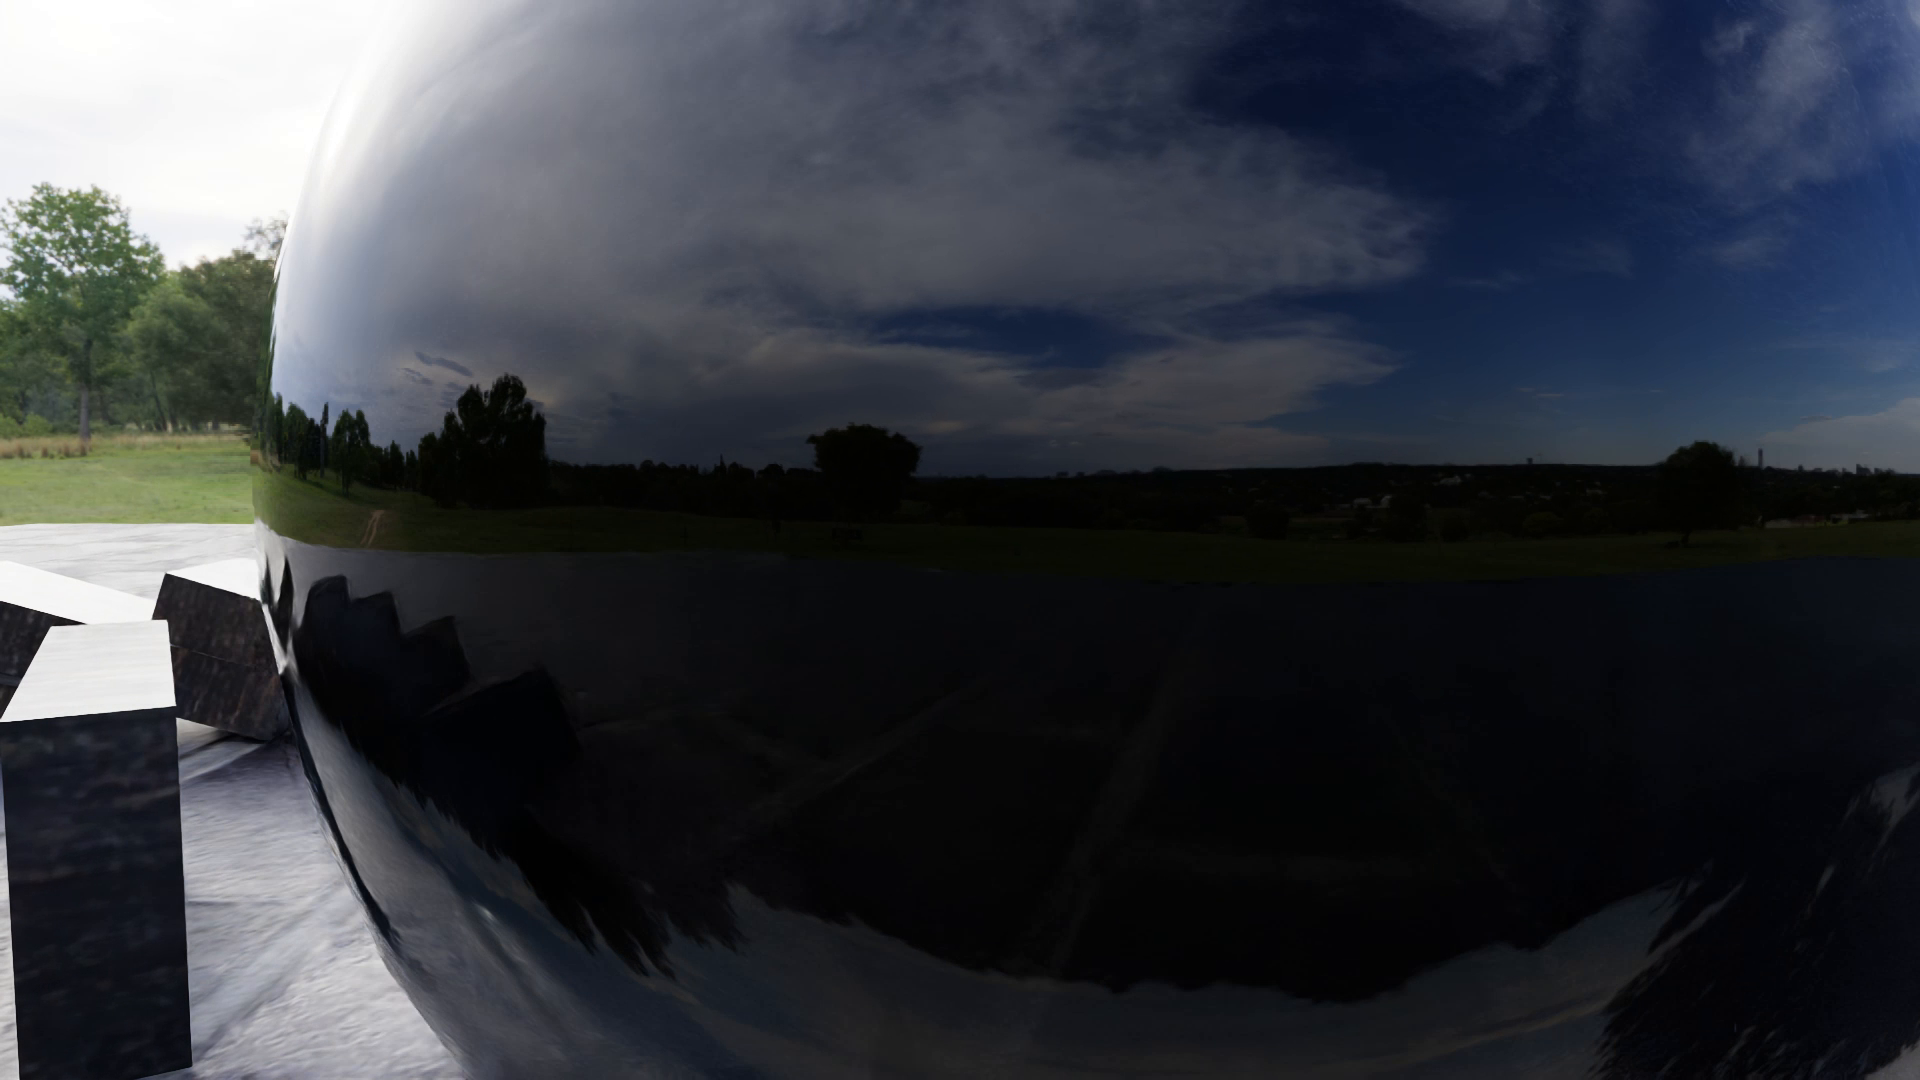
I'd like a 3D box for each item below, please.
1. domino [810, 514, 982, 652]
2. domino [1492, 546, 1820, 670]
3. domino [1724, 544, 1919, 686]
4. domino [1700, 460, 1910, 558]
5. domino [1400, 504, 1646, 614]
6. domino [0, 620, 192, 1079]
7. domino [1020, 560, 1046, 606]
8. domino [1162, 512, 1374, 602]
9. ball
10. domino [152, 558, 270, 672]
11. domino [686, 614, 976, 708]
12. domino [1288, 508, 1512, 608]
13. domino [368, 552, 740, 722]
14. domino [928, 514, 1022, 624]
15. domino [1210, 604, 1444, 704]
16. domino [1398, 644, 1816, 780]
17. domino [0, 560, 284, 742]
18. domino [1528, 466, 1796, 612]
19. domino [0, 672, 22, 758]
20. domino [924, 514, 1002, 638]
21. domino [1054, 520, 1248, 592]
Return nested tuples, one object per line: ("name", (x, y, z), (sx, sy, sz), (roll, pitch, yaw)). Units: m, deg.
("domino", (-0.014, 0.009, 0.266), (0.025, 0.010, 0.050), (-7, 24, -14))
("domino", (0.119, 0.014, 0.219), (0.050, 0.009, 0.025), (-20, 15, -25))
("domino", (0.153, 0.014, 0.232), (0.050, 0.010, 0.025), (-18, 14, -23))
("domino", (0.162, 0.002, 0.261), (0.025, 0.009, 0.050), (-2, -31, -45))
("domino", (0.135, 0.005, 0.307), (0.025, 0.009, 0.050), (-4, -17, -46))
("domino", (-0.070, 0.022, 0.105), (0.010, 0.025, 0.050), (-3, 5, -32))
("domino", (0.006, 0.011, 0.362), (0.025, 0.010, 0.050), (-1, 4, -10))
("domino", (0.083, 0.005, 0.345), (0.050, 0.009, 0.025), (-18, -6, 31))
("ball", (0.009, -0.002, 0.066), (0.080, 0.080, 0.080), (0, 4, 0))
("domino", (-0.090, 0.016, 0.195), (0.050, 0.010, 0.025), (18, 2, -8))
("domino", (-0.025, 0.021, 0.228), (0.050, 0.009, 0.025), (2, 5, 22))
("domino", (0.113, 0.005, 0.329), (0.050, 0.009, 0.025), (-22, -9, 33))
("domino", (-0.062, 0.015, 0.203), (0.050, 0.010, 0.025), (18, 2, 2))
("domino", (0.003, 0.007, 0.325), (0.025, 0.010, 0.050), (0, 21, 3))
("domino", (0.069, 0.020, 0.237), (0.025, 0.010, 0.050), (3, 5, 36))
("domino", (0.093, 0.024, 0.187), (0.050, 0.009, 0.025), (3, 5, 38))
("domino", (-0.122, 0.016, 0.190), (0.050, 0.010, 0.025), (18, 0, -11))
("domino", (0.152, 0.003, 0.277), (0.025, 0.009, 0.050), (-7, -28, -38))
("domino", (-0.151, 0.018, 0.173), (0.050, 0.010, 0.025), (17, -3, -25))
("domino", (-0.007, 0.008, 0.295), (0.025, 0.009, 0.050), (-4, 22, -7))
("domino", (0.055, 0.004, 0.371), (0.050, 0.010, 0.025), (-2, -25, -26))
